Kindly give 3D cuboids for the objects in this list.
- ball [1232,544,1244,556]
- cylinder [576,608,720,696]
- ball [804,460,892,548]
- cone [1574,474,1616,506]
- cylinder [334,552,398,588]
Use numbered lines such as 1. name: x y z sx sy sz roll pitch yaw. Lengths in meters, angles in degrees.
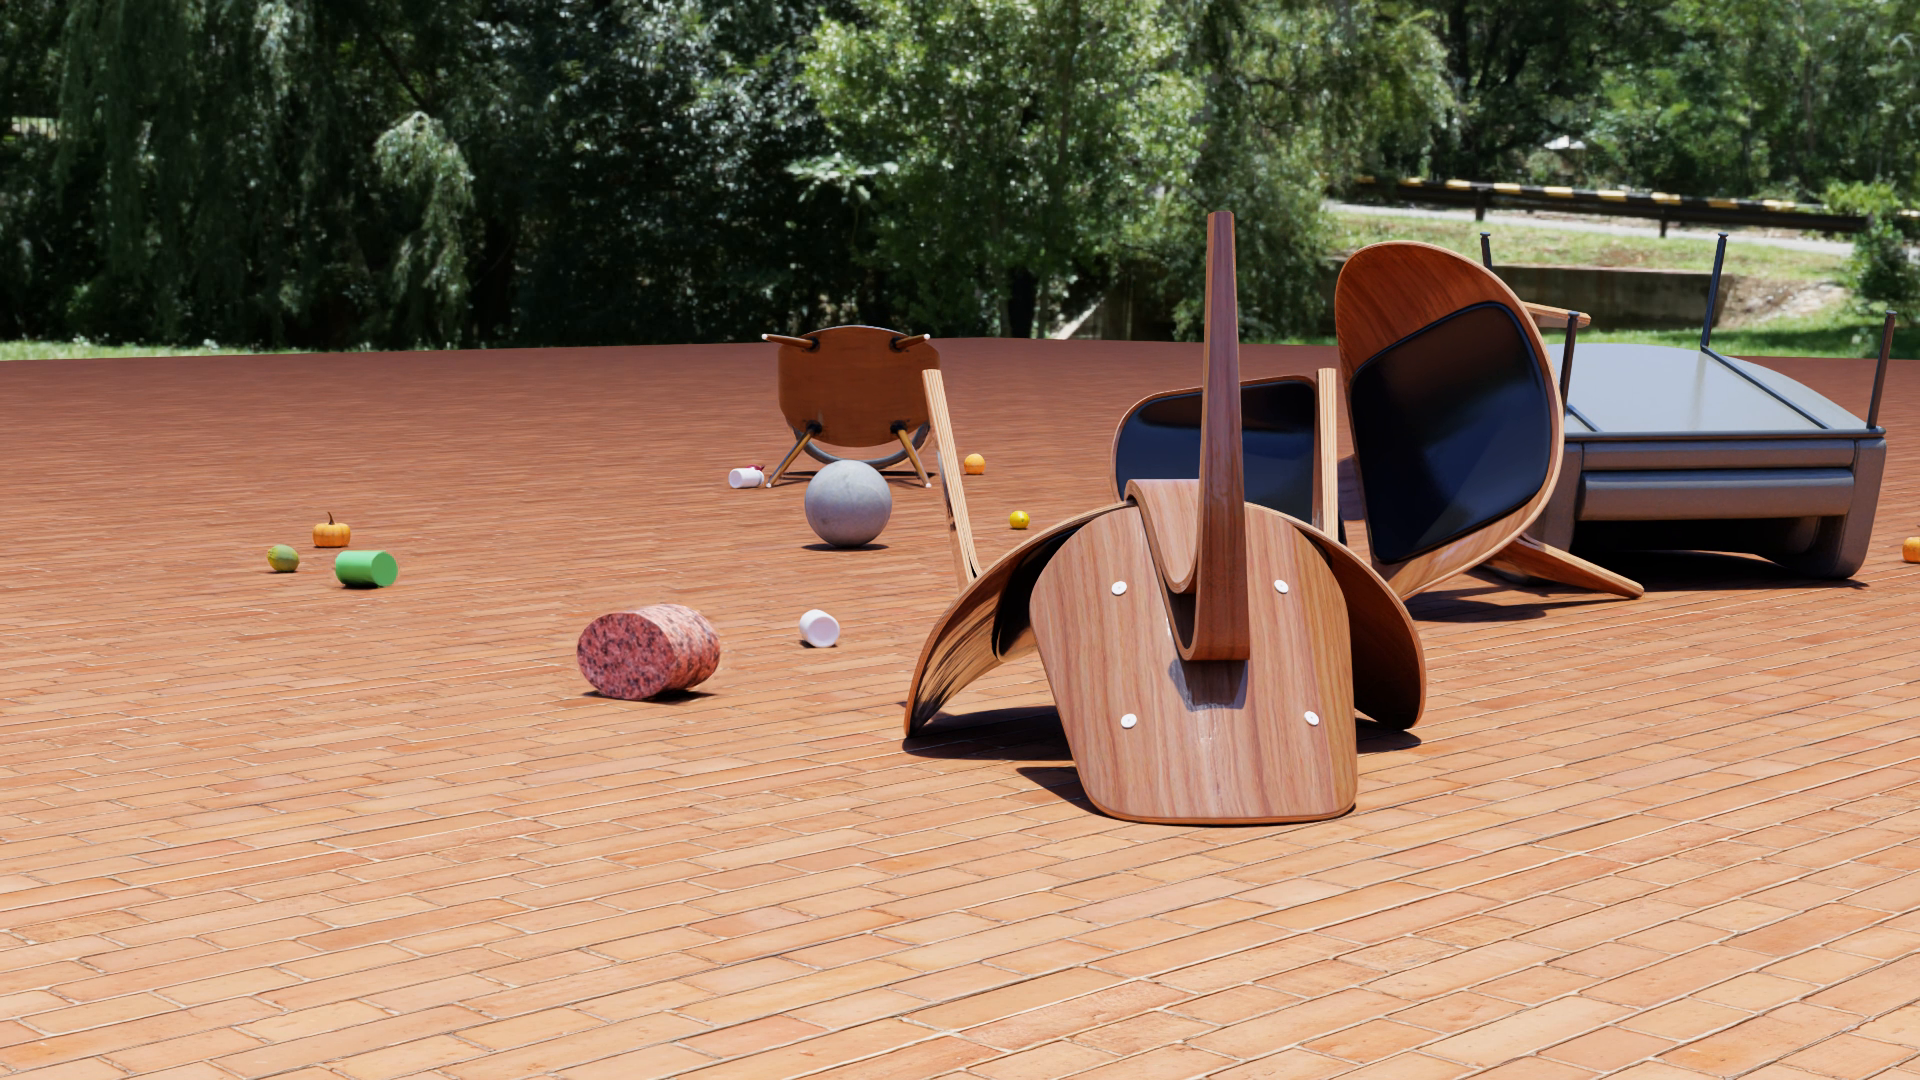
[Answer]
1. ball: 0.622 -0.004 6.011 0.090 0.090 0.090 0 6 0
2. cylinder: -0.490 0.176 4.040 0.191 0.137 0.122 -3 -4 25
3. ball: -0.271 -0.088 6.227 0.213 0.213 0.213 0 6 0
4. cone: 1.794 -0.120 7.354 0.095 0.101 0.157 -31 15 -14
5. cylinder: -1.262 0.062 5.450 0.087 0.072 0.105 2 -9 19
